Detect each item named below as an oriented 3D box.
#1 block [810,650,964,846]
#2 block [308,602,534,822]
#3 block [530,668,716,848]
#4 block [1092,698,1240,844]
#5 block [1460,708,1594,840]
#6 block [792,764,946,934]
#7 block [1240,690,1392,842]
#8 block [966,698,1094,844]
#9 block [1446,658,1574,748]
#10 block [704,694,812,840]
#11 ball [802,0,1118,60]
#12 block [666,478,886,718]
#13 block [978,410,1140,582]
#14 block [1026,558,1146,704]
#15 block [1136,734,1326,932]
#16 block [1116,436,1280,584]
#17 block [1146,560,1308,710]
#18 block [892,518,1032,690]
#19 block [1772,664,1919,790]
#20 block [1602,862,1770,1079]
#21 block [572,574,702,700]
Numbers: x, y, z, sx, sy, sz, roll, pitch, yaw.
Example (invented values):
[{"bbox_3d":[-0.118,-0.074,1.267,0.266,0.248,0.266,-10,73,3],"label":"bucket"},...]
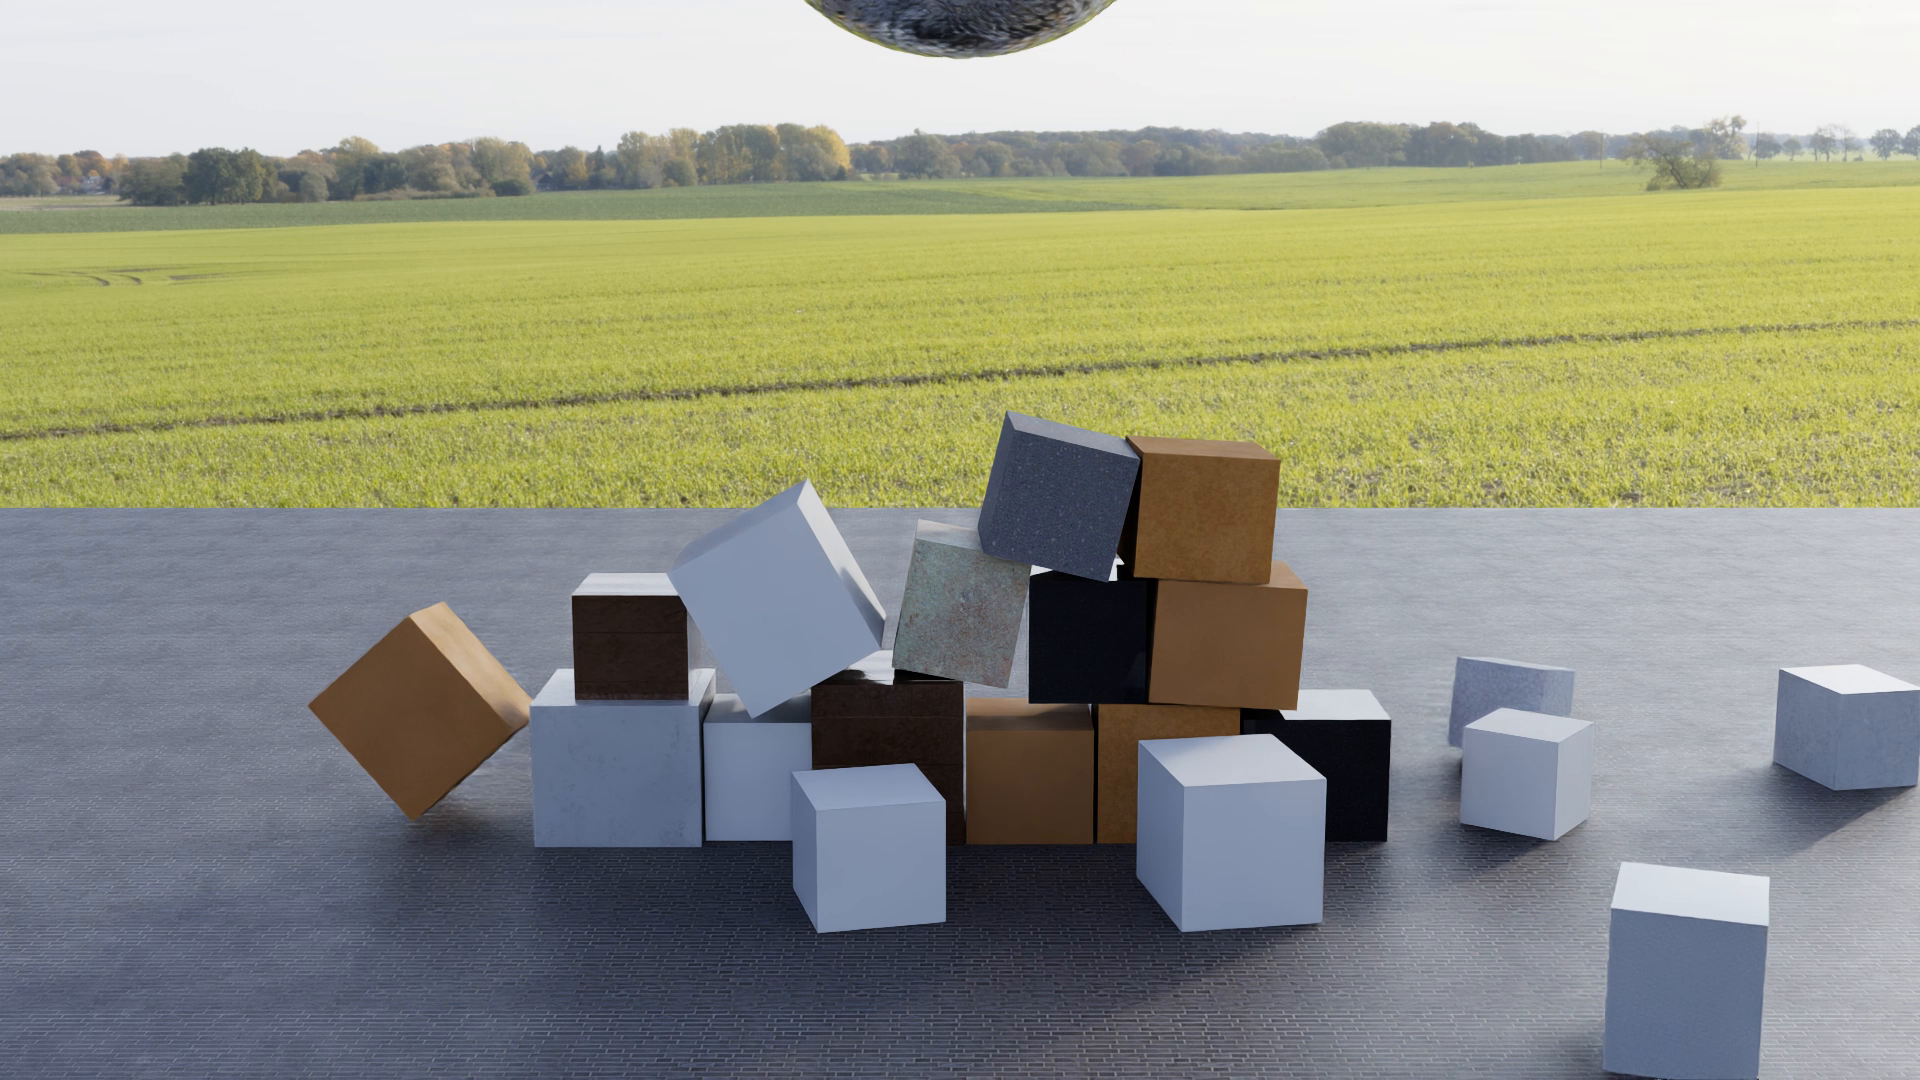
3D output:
[{"bbox_3d":[-0.362,1.064,11.374,0.759,0.836,0.744,0,10,0],"label":"block"},{"bbox_3d":[-2.787,0.883,11.534,0.695,0.794,0.765,-41,3,2],"label":"block"},{"bbox_3d":[-1.721,1.115,11.383,0.839,0.733,0.779,0,10,0],"label":"block"},{"bbox_3d":[1.049,1.122,11.377,0.708,0.722,0.643,0,10,0],"label":"block"},{"bbox_3d":[2.956,1.211,11.464,0.508,0.515,0.493,7,13,36],"label":"block"},{"bbox_3d":[-0.429,1.415,10.183,0.592,0.573,0.625,-3,11,-14],"label":"block"},{"bbox_3d":[1.795,1.161,11.397,0.740,0.638,0.612,0,10,0],"label":"block"},{"bbox_3d":[0.352,1.187,11.382,0.639,0.592,0.660,0,10,0],"label":"block"},{"bbox_3d":[3.162,0.963,12.624,0.527,0.510,0.462,8,2,36],"label":"block"},{"bbox_3d":[-1.019,1.170,11.408,0.544,0.616,0.595,0,10,0],"label":"block"},{"bbox_3d":[0.000,-2.353,7.031,1.600,1.600,1.600,0,10,0],"label":"ball"},{"bbox_3d":[-0.914,0.282,11.200,0.735,0.836,0.798,-29,9,5],"label":"block"},{"bbox_3d":[0.484,-0.230,11.089,0.632,0.630,0.726,13,10,-4],"label":"block"},{"bbox_3d":[0.636,0.459,11.246,0.583,0.629,0.574,0,10,0],"label":"block"},{"bbox_3d":[1.250,1.349,10.254,0.663,0.678,0.779,-2,10,-10],"label":"block"},{"bbox_3d":[1.197,-0.162,11.140,0.681,0.621,0.625,3,10,-4],"label":"block"},{"bbox_3d":[1.322,0.458,11.245,0.740,0.619,0.736,3,10,-2],"label":"block"},{"bbox_3d":[0.010,0.318,11.233,0.591,0.667,0.579,11,10,-2],"label":"block"},{"bbox_3d":[4.970,1.041,12.320,0.507,0.544,0.601,-2,11,-12],"label":"block"},{"bbox_3d":[2.820,1.676,8.532,0.558,0.649,0.578,4,11,20],"label":"block"},{"bbox_3d":[-1.649,0.489,11.276,0.572,0.538,0.561,0,10,0],"label":"block"}]
